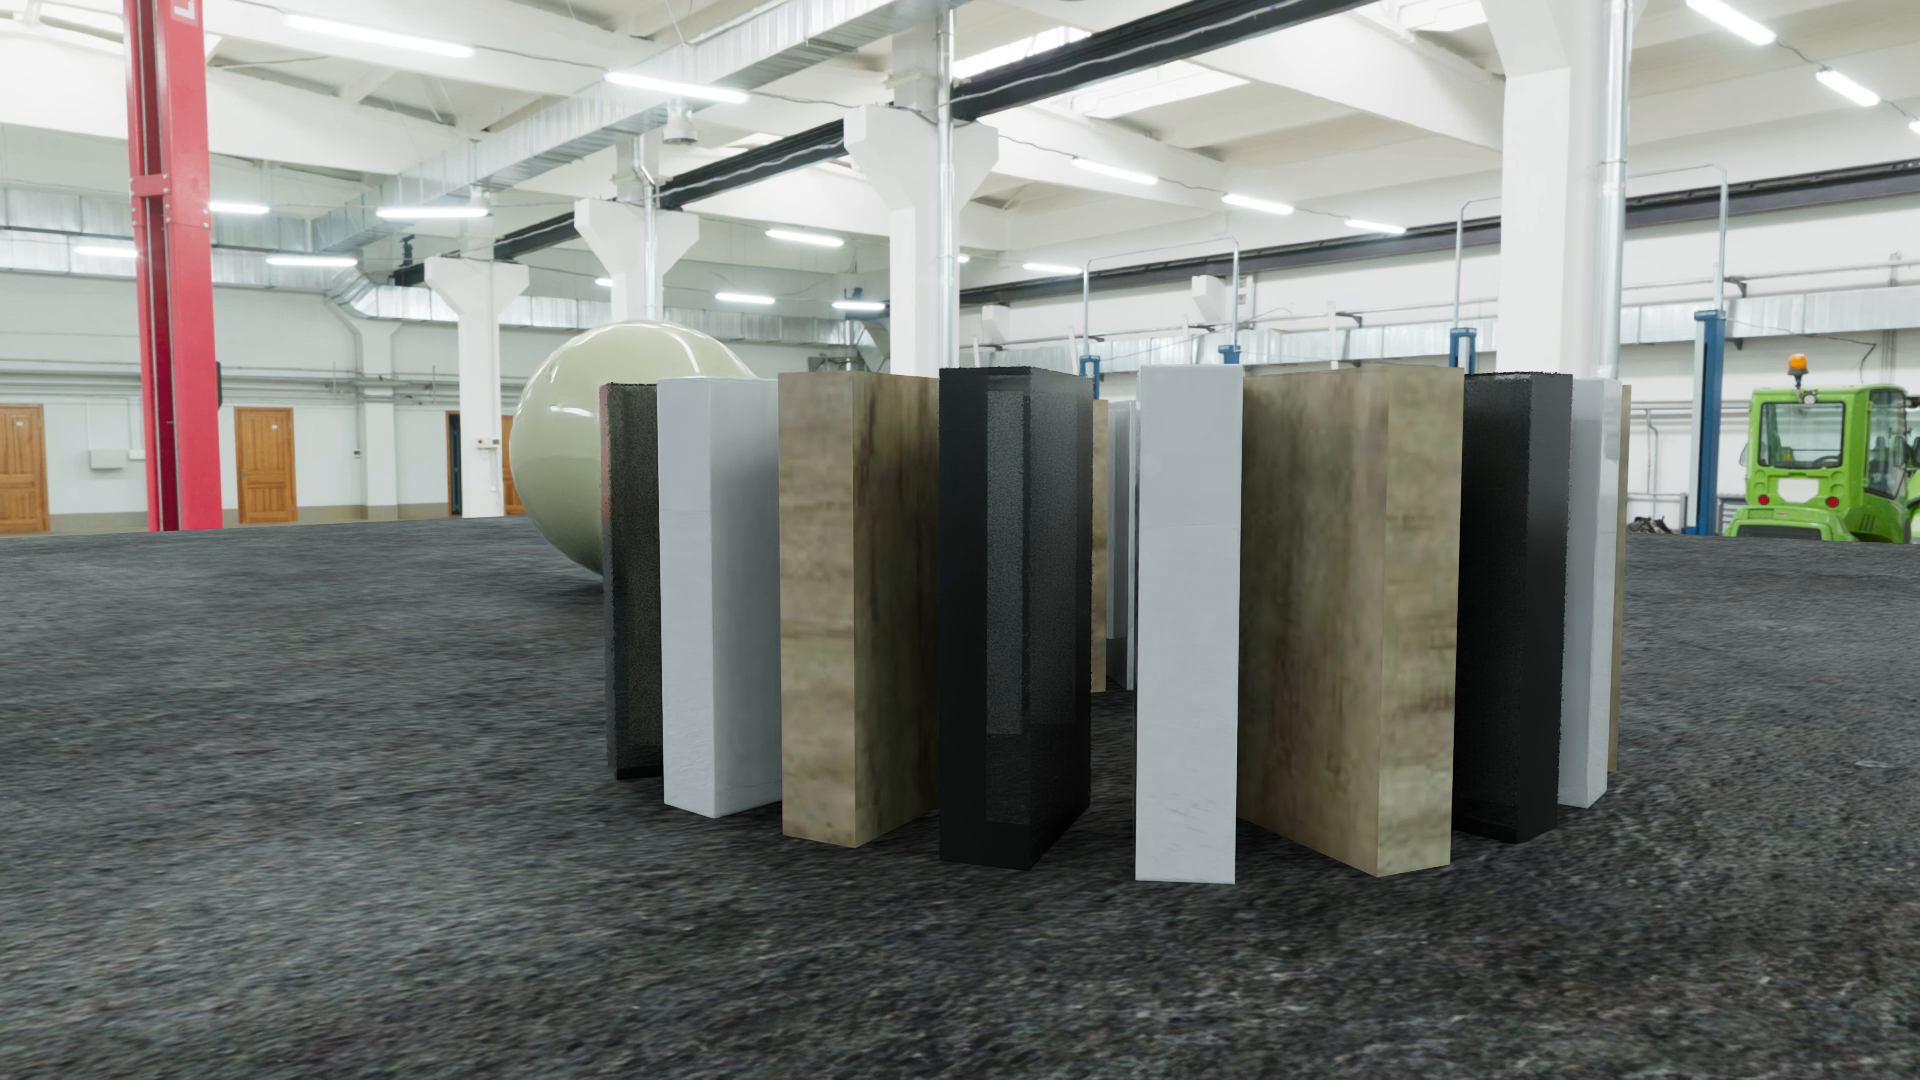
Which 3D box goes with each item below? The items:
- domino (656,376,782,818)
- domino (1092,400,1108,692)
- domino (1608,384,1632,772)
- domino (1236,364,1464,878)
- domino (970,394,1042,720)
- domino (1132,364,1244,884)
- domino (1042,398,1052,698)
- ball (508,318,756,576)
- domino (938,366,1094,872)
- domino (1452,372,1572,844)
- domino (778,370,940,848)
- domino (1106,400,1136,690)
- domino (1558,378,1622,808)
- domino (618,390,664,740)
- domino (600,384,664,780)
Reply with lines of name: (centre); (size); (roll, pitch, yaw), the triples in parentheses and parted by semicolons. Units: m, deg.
domino: (-0.023, 0.006, 0.156); (0.010, 0.050, 0.025); (4, 6, 41)
domino: (0.016, 0.000, 0.228); (0.010, 0.050, 0.025); (-2, 5, -25)
domino: (0.076, 0.005, 0.174); (0.025, 0.050, 0.010); (2, 5, 24)
domino: (0.040, 0.007, 0.138); (0.010, 0.050, 0.025); (-2, 5, -24)
domino: (0.000, 0.002, 0.201); (0.025, 0.050, 0.010); (0, 4, 0)
domino: (0.023, 0.007, 0.135); (0.009, 0.050, 0.025); (1, 4, 7)
domino: (0.002, 0.001, 0.218); (0.025, 0.050, 0.009); (2, 5, 23)
ball: (-0.095, -0.027, 0.391); (0.080, 0.080, 0.080); (0, 4, 0)
domino: (0.007, 0.007, 0.139); (0.009, 0.050, 0.025); (2, 5, 20)
domino: (0.055, 0.007, 0.147); (0.009, 0.050, 0.025); (-4, 6, -41)
domino: (-0.009, 0.007, 0.147); (0.009, 0.050, 0.025); (2, 5, 29)
domino: (0.032, 0.000, 0.233); (0.010, 0.050, 0.025); (-1, 4, -8)
domino: (0.067, 0.006, 0.159); (0.025, 0.050, 0.009); (3, 5, 38)
domino: (-0.035, 0.004, 0.187); (0.025, 0.050, 0.009); (0, 4, 5)
domino: (-0.034, 0.005, 0.170); (0.025, 0.050, 0.010); (-2, 5, -23)
